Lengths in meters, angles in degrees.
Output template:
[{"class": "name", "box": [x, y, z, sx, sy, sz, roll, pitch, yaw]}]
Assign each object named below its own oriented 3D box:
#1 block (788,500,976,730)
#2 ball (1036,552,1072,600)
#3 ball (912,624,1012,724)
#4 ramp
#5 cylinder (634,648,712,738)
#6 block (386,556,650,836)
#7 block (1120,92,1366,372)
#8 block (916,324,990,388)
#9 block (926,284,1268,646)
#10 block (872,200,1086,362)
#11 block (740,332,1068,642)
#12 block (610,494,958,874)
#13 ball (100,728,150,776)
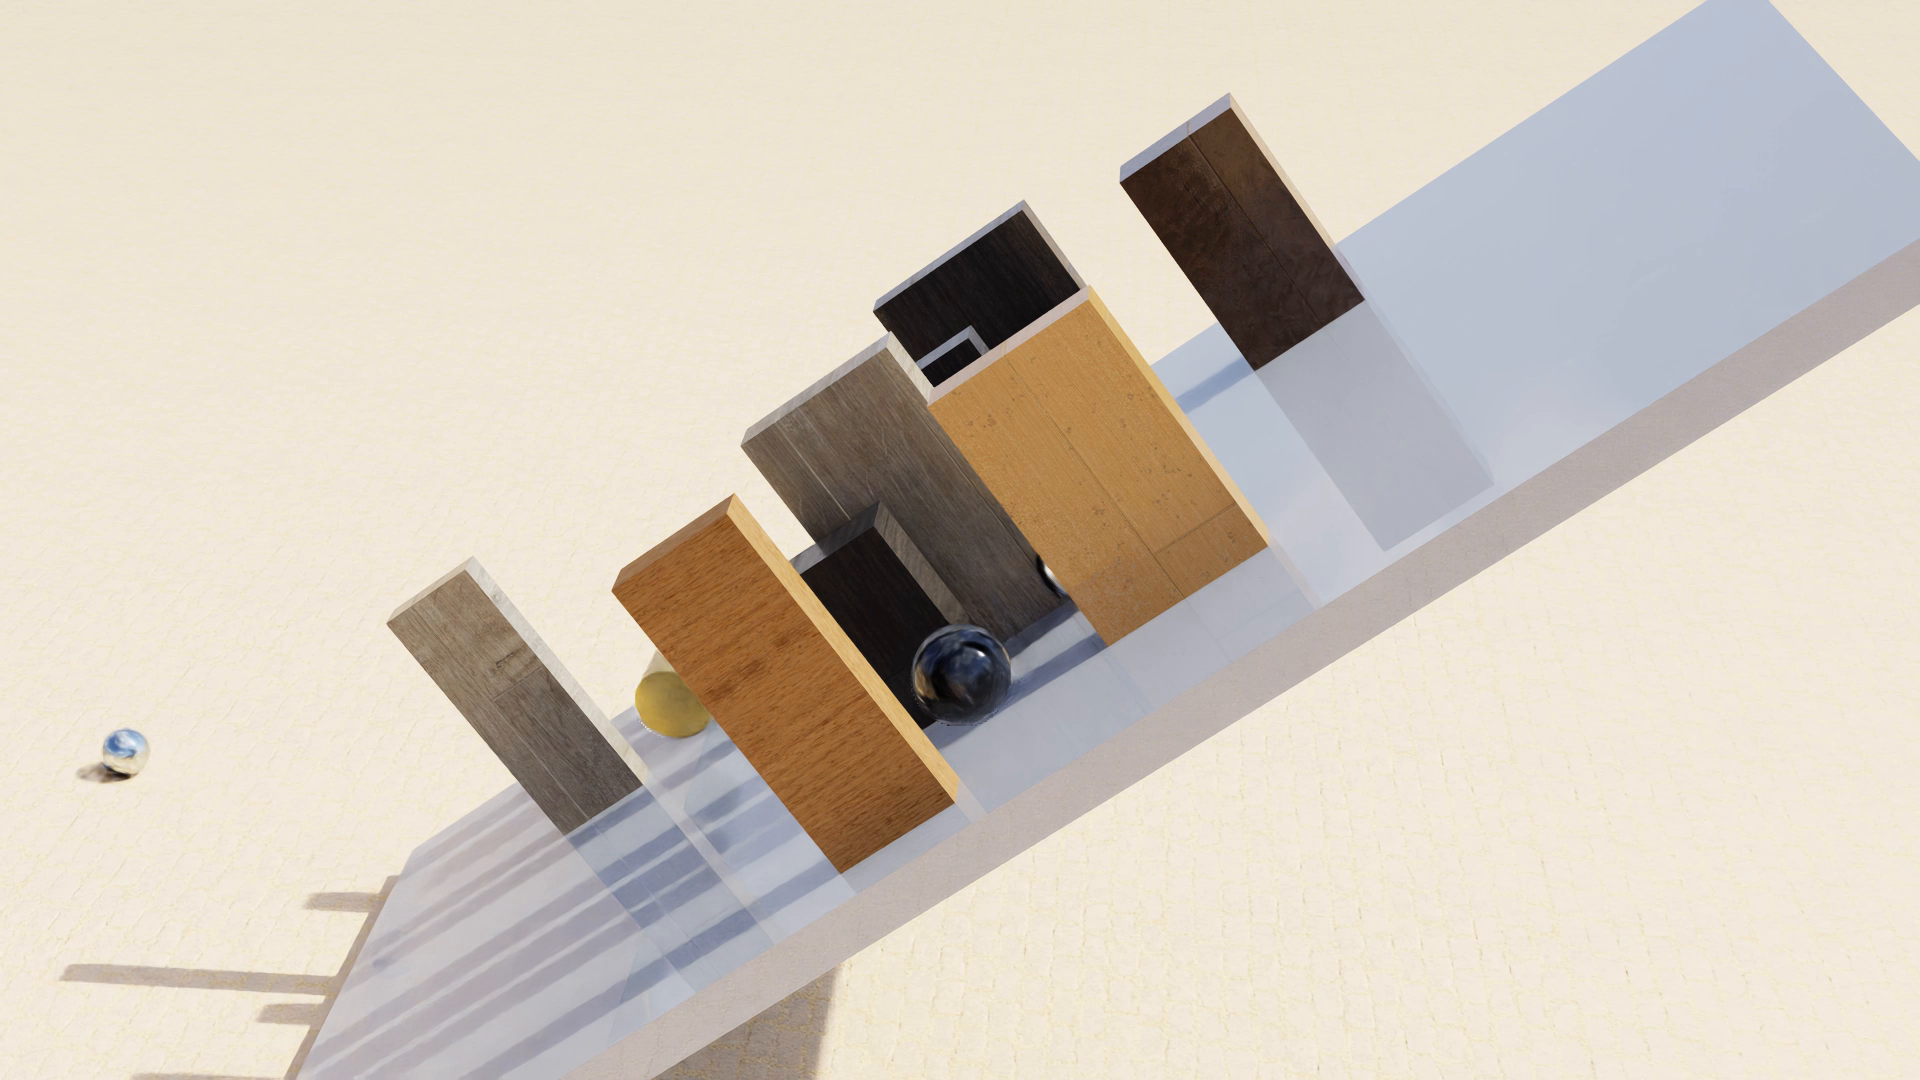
[{"class": "block", "box": [-0.155, 0.176, 5.976, 0.274, 0.415, 0.143, -33, 16, 16]}, {"class": "ball", "box": [0.238, 0.040, 5.973, 0.165, 0.165, 0.165, 0, 22, 0]}, {"class": "ball", "box": [0.003, 0.263, 5.783, 0.198, 0.198, 0.198, 0, 22, 0]}, {"class": "ramp", "box": [0.133, 0.176, 6.311, 4.000, 0.100, 2.000, -33, 16, 16]}, {"class": "cylinder", "box": [-0.661, 0.342, 7.026, 0.189, 0.189, 0.189, 4, 30, 9]}, {"class": "block", "box": [-1.033, 0.369, 6.892, 0.242, 0.664, 0.084, -33, 16, 16]}, {"class": "block", "box": [0.625, -0.681, 6.516, 0.293, 0.528, 0.145, -33, 16, 16]}, {"class": "block", "box": [0.010, -0.152, 6.399, 0.389, 0.500, 0.089, -33, 16, 16]}, {"class": "block", "box": [0.265, -0.137, 5.609, 0.371, 0.596, 0.098, -33, 16, 16]}, {"class": "block", "box": [0.135, -0.445, 6.870, 0.427, 0.554, 0.092, -33, 16, 16]}, {"class": "block", "box": [-0.102, -0.056, 6.072, 0.372, 0.657, 0.105, -33, 16, 16]}, {"class": "block", "box": [-0.322, 0.274, 5.509, 0.271, 0.707, 0.106, -33, 16, 16]}, {"class": "ball", "box": [-2.365, 0.601, 8.337, 0.136, 0.136, 0.136, 0, 22, 0]}]
